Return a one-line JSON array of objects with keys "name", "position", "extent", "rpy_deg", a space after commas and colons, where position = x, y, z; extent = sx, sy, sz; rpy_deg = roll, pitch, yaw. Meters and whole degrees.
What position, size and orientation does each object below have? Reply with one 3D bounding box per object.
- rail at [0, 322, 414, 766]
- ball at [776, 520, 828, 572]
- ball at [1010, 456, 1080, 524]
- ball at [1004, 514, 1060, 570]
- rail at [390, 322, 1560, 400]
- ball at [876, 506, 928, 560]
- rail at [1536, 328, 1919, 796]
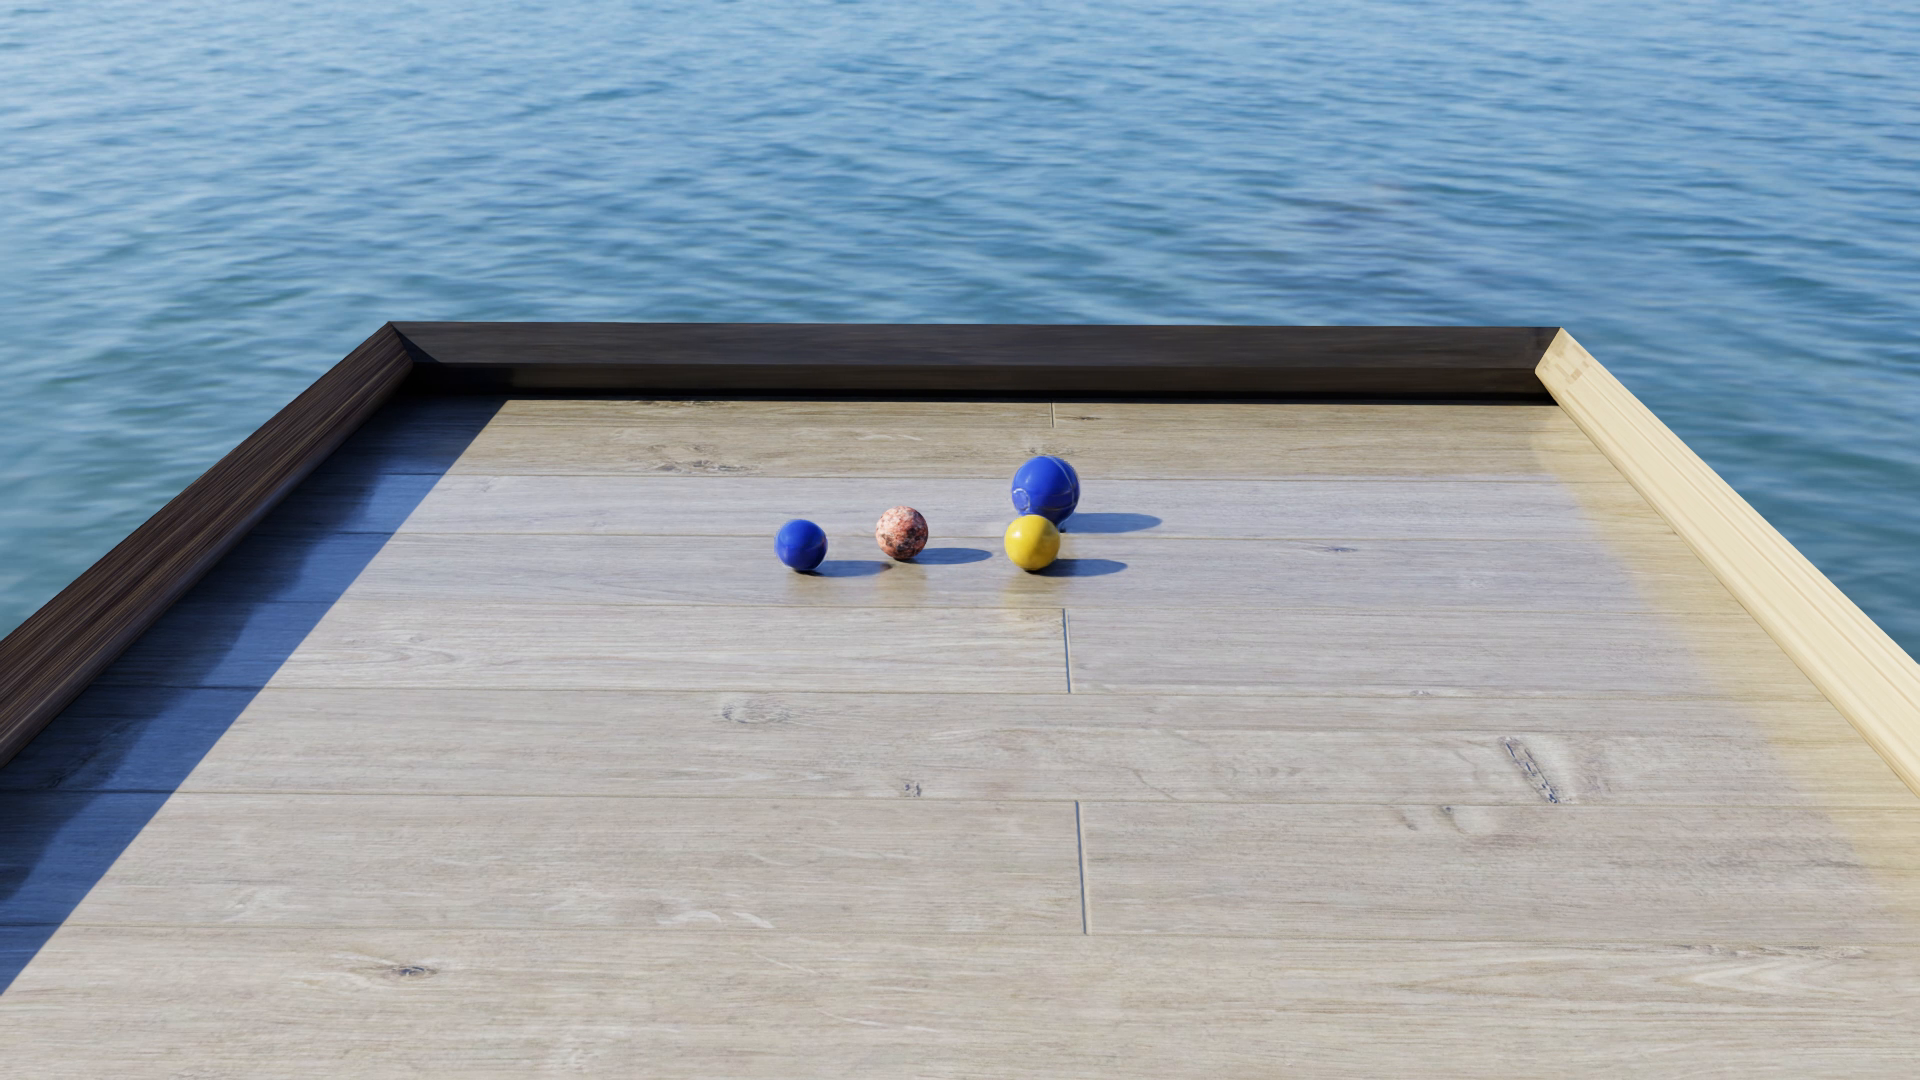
[{"name": "rail", "position": [-0.874, 0.225, 1.825], "extent": [0.045, 0.111, 3.173], "rpy_deg": [0, 18, 1]}, {"name": "ball", "position": [-0.185, 0.006, 2.565], "extent": [0.061, 0.061, 0.061], "rpy_deg": [0, 18, 0]}, {"name": "ball", "position": [0.106, -0.060, 2.723], "extent": [0.086, 0.086, 0.086], "rpy_deg": [0, 18, 0]}, {"name": "ball", "position": [0.084, 0.003, 2.565], "extent": [0.066, 0.066, 0.066], "rpy_deg": [0, 18, 0]}, {"name": "rail", "position": [0.017, -0.263, 3.289], "extent": [1.760, 0.111, 0.045], "rpy_deg": [0, 18, 1]}, {"name": "ball", "position": [-0.069, -0.009, 2.606], "extent": [0.063, 0.063, 0.063], "rpy_deg": [0, 18, 0]}, {"name": "rail", "position": [0.838, 0.237, 1.788], "extent": [0.045, 0.111, 3.173], "rpy_deg": [0, 18, 1]}]
